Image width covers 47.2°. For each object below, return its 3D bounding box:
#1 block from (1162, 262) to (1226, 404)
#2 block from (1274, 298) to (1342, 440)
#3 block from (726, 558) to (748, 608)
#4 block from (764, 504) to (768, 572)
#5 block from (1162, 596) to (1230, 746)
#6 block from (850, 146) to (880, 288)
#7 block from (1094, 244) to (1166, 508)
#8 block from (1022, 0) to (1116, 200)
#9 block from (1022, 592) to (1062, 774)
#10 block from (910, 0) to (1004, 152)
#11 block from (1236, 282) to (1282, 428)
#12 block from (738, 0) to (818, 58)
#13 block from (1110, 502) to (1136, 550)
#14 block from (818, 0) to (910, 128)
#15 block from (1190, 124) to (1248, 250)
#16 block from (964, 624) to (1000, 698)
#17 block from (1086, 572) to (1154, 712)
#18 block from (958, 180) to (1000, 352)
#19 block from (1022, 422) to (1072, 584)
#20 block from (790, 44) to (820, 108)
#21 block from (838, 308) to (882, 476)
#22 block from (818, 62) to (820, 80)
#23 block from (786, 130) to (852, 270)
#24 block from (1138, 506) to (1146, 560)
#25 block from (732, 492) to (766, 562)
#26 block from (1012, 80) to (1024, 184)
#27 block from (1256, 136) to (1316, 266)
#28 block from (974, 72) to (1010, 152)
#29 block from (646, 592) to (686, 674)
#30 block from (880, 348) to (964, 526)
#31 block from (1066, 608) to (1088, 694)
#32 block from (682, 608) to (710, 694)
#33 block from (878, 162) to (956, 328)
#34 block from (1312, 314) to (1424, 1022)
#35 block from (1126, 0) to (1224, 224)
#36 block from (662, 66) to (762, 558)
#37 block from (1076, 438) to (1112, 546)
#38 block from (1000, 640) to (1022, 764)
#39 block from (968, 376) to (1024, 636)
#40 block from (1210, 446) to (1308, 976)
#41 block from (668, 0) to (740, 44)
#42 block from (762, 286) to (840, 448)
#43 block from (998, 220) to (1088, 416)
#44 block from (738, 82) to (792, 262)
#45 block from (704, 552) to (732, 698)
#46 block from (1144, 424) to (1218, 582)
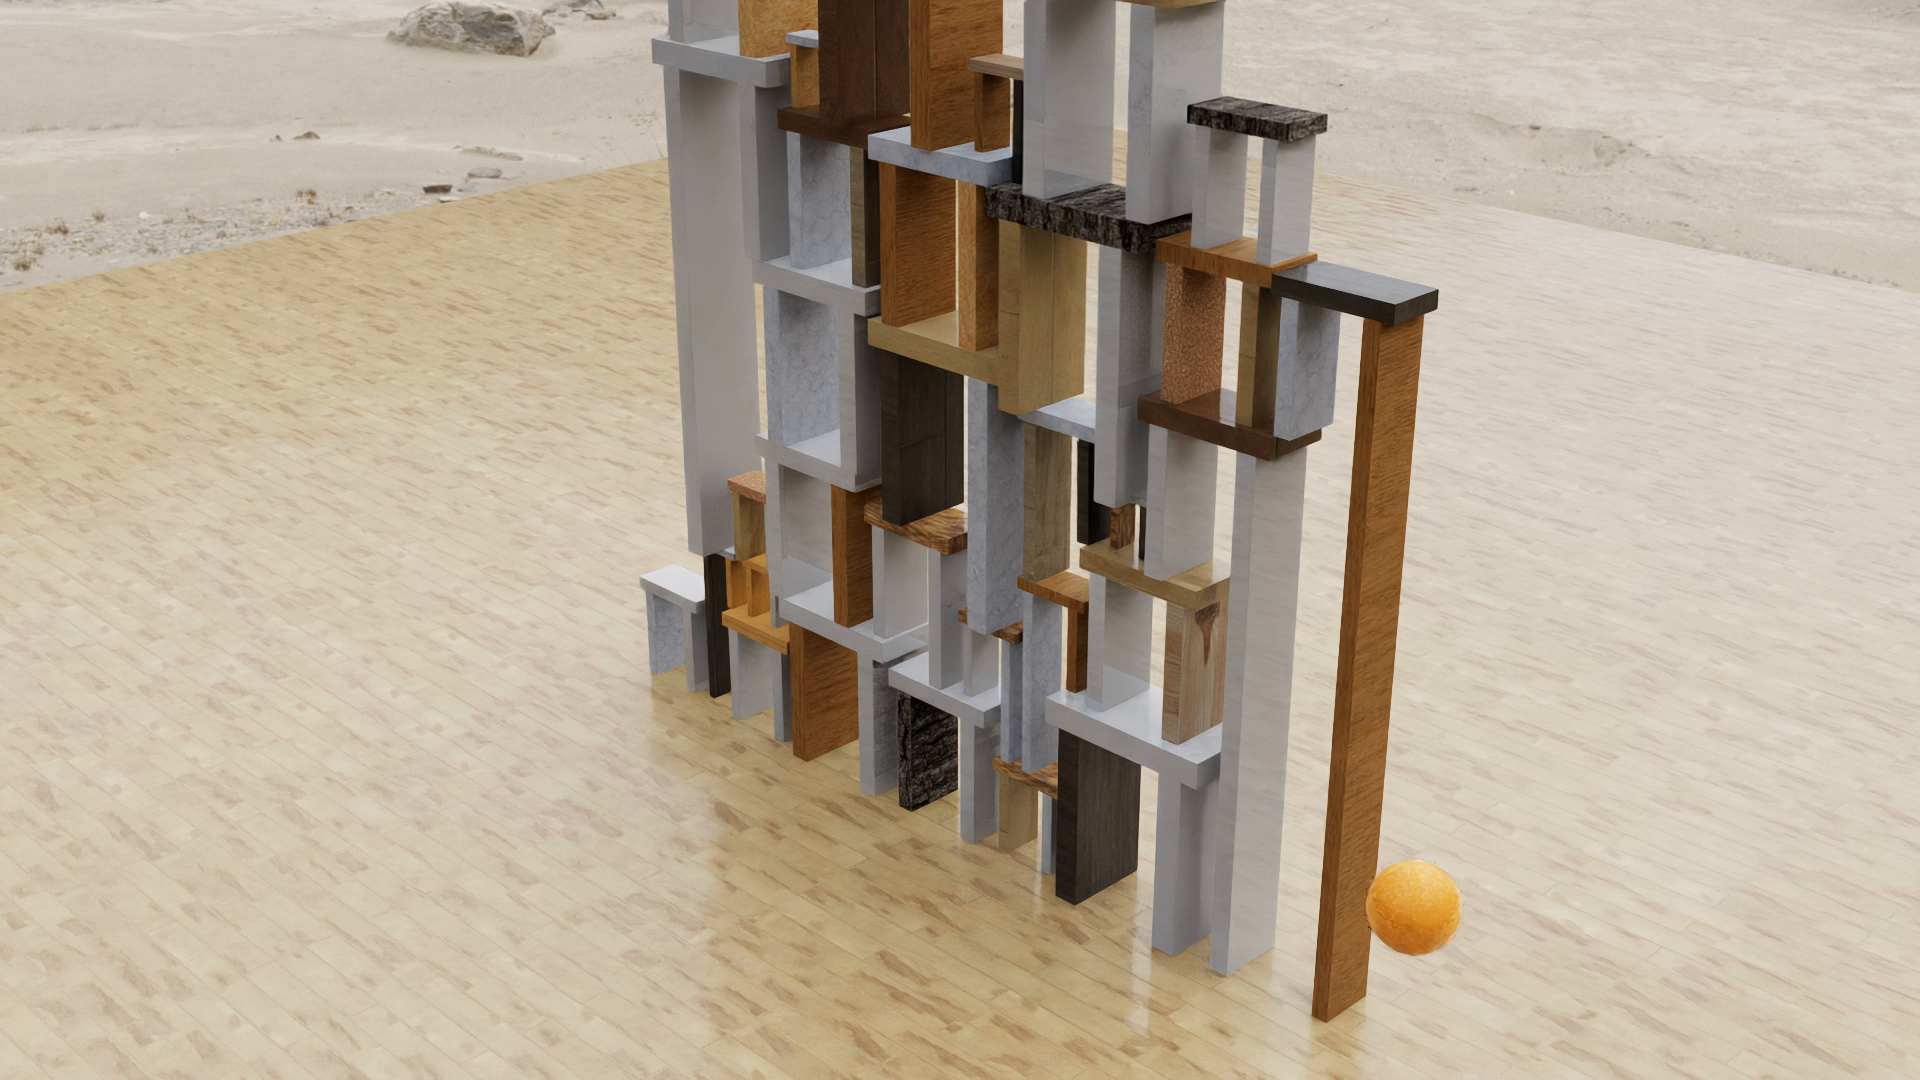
[{"bbox_3d":[0.390,-0.356,3.657,0.034,0.237,0.118,21,31,40],"label":"block"},{"bbox_3d":[0.553,-0.284,3.496,0.115,0.230,0.033,-21,31,-41],"label":"block"},{"bbox_3d":[-0.479,0.086,4.780,0.017,0.117,0.058,21,31,41],"label":"block"},{"bbox_3d":[-0.372,-0.011,4.619,0.078,0.156,0.022,-21,31,-41],"label":"block"},{"bbox_3d":[0.416,0.215,3.866,0.038,0.266,0.133,21,31,41],"label":"block"},{"bbox_3d":[-0.143,-0.616,4.120,0.132,0.264,0.037,-21,31,-41],"label":"block"},{"bbox_3d":[0.309,-0.295,3.755,0.174,0.457,0.049,-21,31,-40],"label":"block"},{"bbox_3d":[0.184,-0.763,3.703,0.173,0.346,0.049,-21,31,-40],"label":"block"},{"bbox_3d":[0.155,0.259,4.163,0.023,0.378,0.083,21,31,41],"label":"block"},{"bbox_3d":[-0.006,-0.880,3.854,0.180,0.364,0.051,-21,31,-41],"label":"block"},{"bbox_3d":[0.501,-0.312,3.554,0.118,0.237,0.034,-21,31,-40],"label":"block"},{"bbox_3d":[-0.345,-1.080,4.141,0.045,0.319,0.159,21,31,40],"label":"block"},{"bbox_3d":[0.289,-0.037,3.896,0.050,0.099,0.014,-21,31,-41],"label":"block"},{"bbox_3d":[-0.175,-0.948,4.010,0.051,0.360,0.180,21,31,41],"label":"block"},{"bbox_3d":[0.417,-0.573,3.527,0.028,0.198,0.099,22,32,40],"label":"block"},{"bbox_3d":[0.041,0.222,4.268,0.076,0.152,0.022,-21,31,-41],"label":"block"},{"bbox_3d":[0.290,0.166,3.982,0.038,0.266,0.133,21,31,41],"label":"block"},{"bbox_3d":[0.066,-0.503,3.931,0.152,0.304,0.043,-21,31,-41],"label":"block"},{"bbox_3d":[0.160,-0.080,4.021,0.028,0.310,0.098,21,31,41],"label":"block"},{"bbox_3d":[-0.292,-0.883,4.163,0.017,0.120,0.060,21,31,41],"label":"block"},{"bbox_3d":[-0.158,-0.304,4.261,0.163,0.327,0.046,-21,31,-41],"label":"block"},{"bbox_3d":[-0.235,-0.861,4.111,0.017,0.120,0.060,21,31,41],"label":"block"},{"bbox_3d":[-0.268,-0.664,4.235,0.132,0.264,0.037,-21,31,-41],"label":"block"},{"bbox_3d":[0.335,-0.019,3.853,0.049,0.099,0.014,-21,31,-41],"label":"block"},{"bbox_3d":[-0.445,-0.039,4.686,0.078,0.156,0.022,-21,31,-41],"label":"block"},{"bbox_3d":[0.122,-0.709,3.790,0.070,0.180,0.020,-21,31,-40],"label":"block"},{"bbox_3d":[0.510,-0.537,3.442,0.028,0.198,0.099,22,32,40],"label":"block"},{"bbox_3d":[0.057,-0.753,3.842,0.020,0.139,0.070,21,31,41],"label":"block"},{"bbox_3d":[-0.666,0.197,5.038,0.029,0.203,0.101,21,31,41],"label":"block"},{"bbox_3d":[-0.071,-0.216,4.213,0.049,0.347,0.173,21,31,41],"label":"block"},{"bbox_3d":[0.234,0.192,4.049,0.083,0.166,0.023,-21,31,-41],"label":"block"},{"bbox_3d":[-0.570,0.234,4.950,0.029,0.203,0.101,21,31,41],"label":"block"},{"bbox_3d":[-0.077,-0.559,4.063,0.152,0.304,0.043,-21,31,-41],"label":"block"},{"bbox_3d":[0.662,0.233,3.597,0.033,1.261,0.115,21,31,41],"label":"block"},{"bbox_3d":[0.347,-0.699,3.552,0.173,0.346,0.049,-21,31,-40],"label":"block"},{"bbox_3d":[-0.507,-0.472,4.571,0.049,1.040,0.172,21,31,40],"label":"block"},{"bbox_3d":[0.251,-0.097,3.915,0.098,0.195,0.028,-21,29,-41],"label":"block"},{"bbox_3d":[0.113,0.299,4.223,0.076,0.259,0.022,-21,31,-41],"label":"block"},{"bbox_3d":[0.092,-0.081,4.093,0.173,0.500,0.049,-21,31,-41],"label":"block"},{"bbox_3d":[0.511,0.298,3.789,0.039,0.991,0.139,21,31,41],"label":"block"},{"bbox_3d":[-0.496,-1.139,4.278,0.045,0.319,0.159,21,31,40],"label":"block"},{"bbox_3d":[-0.312,-0.365,4.403,0.163,0.327,0.046,-21,31,-41],"label":"block"},{"bbox_3d":[0.146,-0.410,3.885,0.049,0.347,0.174,21,31,41],"label":"block"},{"bbox_3d":[-0.344,-0.730,4.287,0.172,0.344,0.049,-21,31,-41],"label":"block"},{"bbox_3d":[-0.535,0.177,4.879,0.017,0.363,0.058,21,31,41],"label":"block"},{"bbox_3d":[0.381,-0.081,3.770,0.039,0.278,0.139,21,31,41],"label":"block"}]
